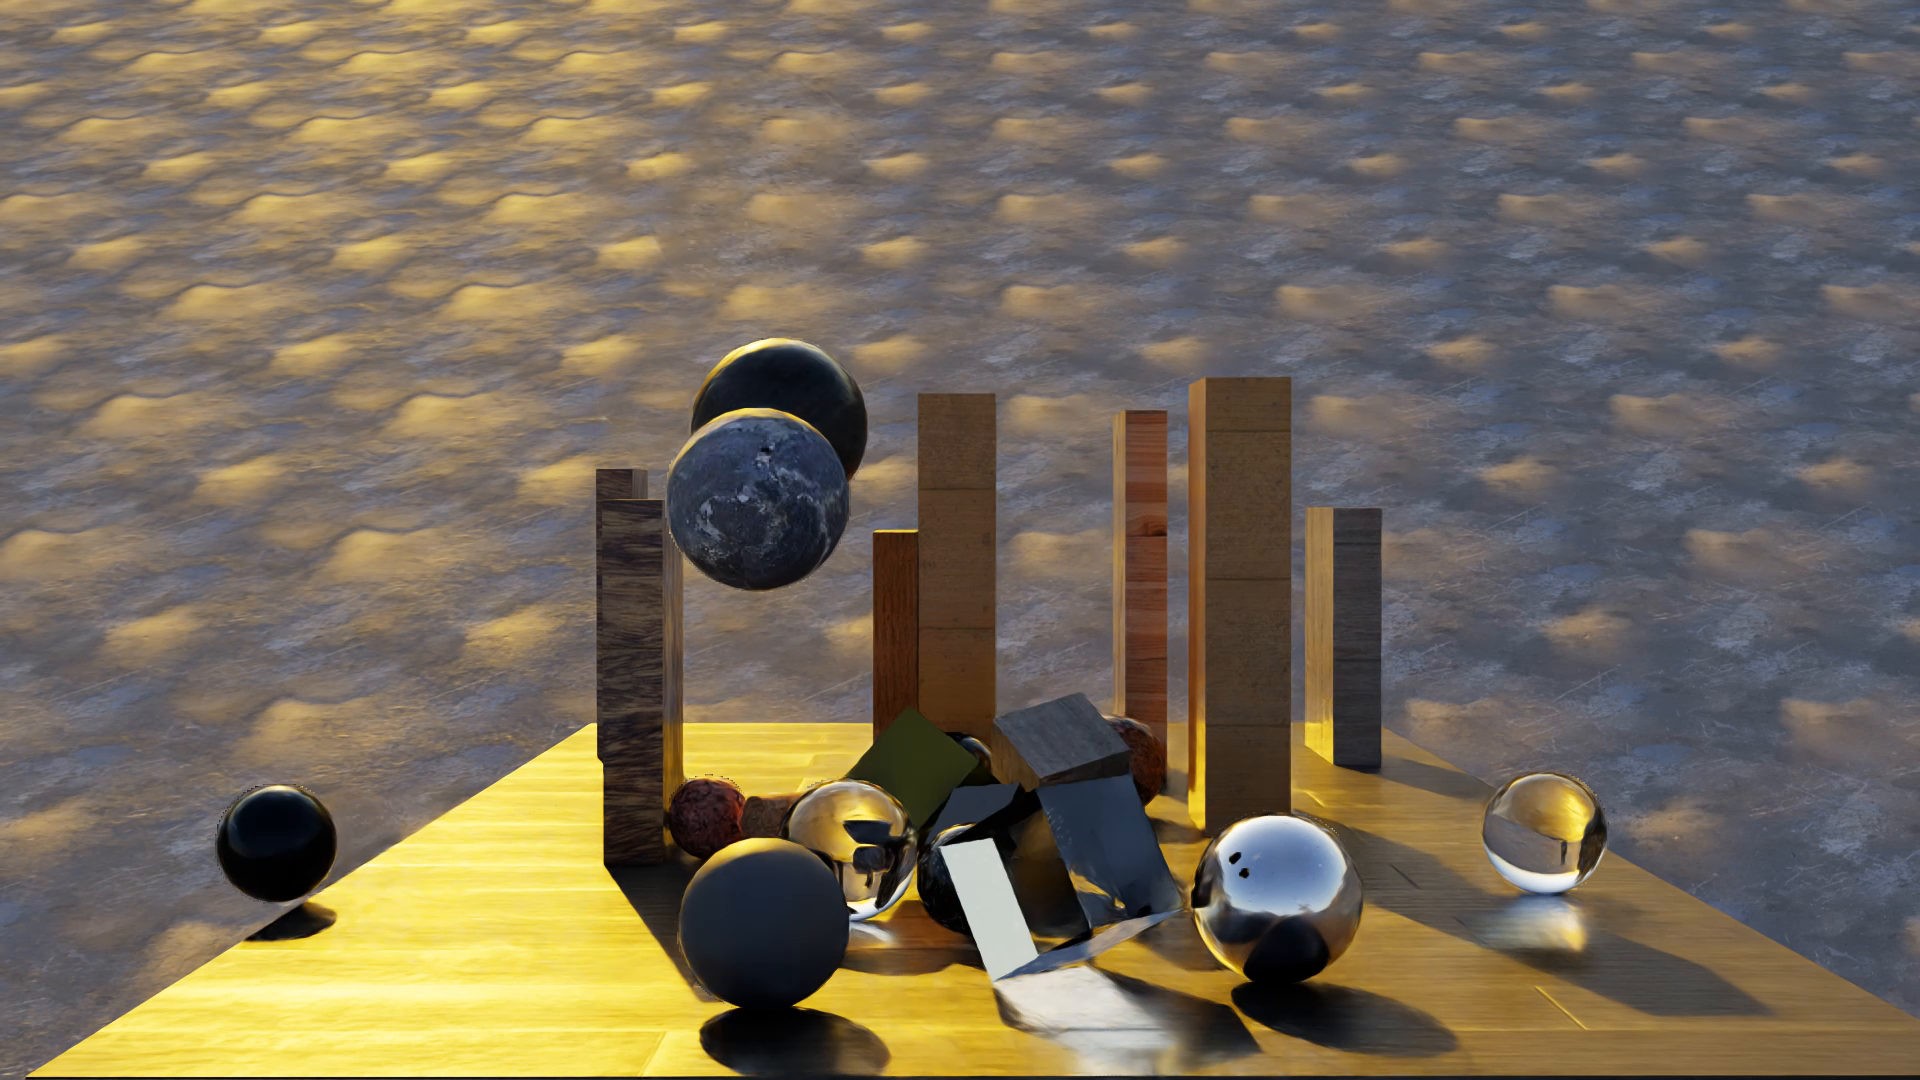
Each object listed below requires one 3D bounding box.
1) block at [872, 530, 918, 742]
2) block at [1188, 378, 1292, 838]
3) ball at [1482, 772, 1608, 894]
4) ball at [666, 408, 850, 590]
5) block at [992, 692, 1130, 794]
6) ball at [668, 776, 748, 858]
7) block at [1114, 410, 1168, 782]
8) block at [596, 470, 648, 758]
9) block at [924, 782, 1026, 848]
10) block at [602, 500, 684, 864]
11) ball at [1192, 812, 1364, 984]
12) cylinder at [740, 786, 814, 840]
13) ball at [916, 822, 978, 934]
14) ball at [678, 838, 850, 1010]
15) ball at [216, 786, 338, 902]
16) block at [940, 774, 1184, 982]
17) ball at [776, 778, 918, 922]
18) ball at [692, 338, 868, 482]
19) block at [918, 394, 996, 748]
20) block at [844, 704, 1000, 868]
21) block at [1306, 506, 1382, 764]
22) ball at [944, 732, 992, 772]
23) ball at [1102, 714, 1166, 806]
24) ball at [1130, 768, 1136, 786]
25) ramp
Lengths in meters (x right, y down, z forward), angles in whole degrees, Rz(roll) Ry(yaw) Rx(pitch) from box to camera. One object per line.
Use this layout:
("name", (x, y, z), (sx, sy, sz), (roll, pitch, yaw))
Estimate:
("block", (-0.142, 0.230, 5.818), (0.096, 0.500, 0.357), (0, 1, 0))
("block", (0.489, 0.112, 4.539), (0.145, 0.781, 0.319), (0, 1, 0))
("ball", (0.852, 0.427, 3.765), (0.178, 0.178, 0.178), (0, 27, 0))
("ball", (-0.210, -0.043, 2.689), (0.191, 0.191, 0.191), (0, 27, 0))
("block", (0.152, 0.356, 3.936), (0.154, 0.154, 0.154), (-16, 38, -22))
("ball", (-0.402, 0.445, 4.137), (0.130, 0.130, 0.130), (0, 27, 0))
("block", (0.377, 0.110, 5.433), (0.084, 0.754, 0.415), (0, 1, 0))
("block", (-0.766, 0.160, 5.864), (0.081, 0.640, 0.284), (0, 1, 0))
("block", (0.041, 0.419, 3.577), (0.112, 0.112, 0.112), (-8, 35, 36))
("block", (-0.515, 0.222, 4.212), (0.095, 0.575, 0.303), (0, 1, 0))
("ball", (0.378, 0.427, 3.079), (0.204, 0.204, 0.204), (0, 27, 0))
("cylinder", (-0.271, 0.451, 4.047), (0.108, 0.108, 0.108), (-15, 30, -27))
("ball", (0.015, 0.449, 3.426), (0.147, 0.147, 0.147), (0, 27, 0))
("ball", (-0.222, 0.434, 2.924), (0.194, 0.194, 0.194), (0, 27, 0))
("ball", (-0.977, 0.435, 3.698), (0.168, 0.168, 0.168), (0, 27, 0))
("block", (0.123, 0.407, 3.116), (0.176, 0.176, 0.176), (-2, 64, -47))
("ball", (-0.155, 0.423, 3.520), (0.195, 0.195, 0.195), (0, 27, 0))
("ball", (-0.214, -0.134, 3.063), (0.209, 0.209, 0.209), (0, 27, 0))
("block", (-0.005, 0.117, 4.759), (0.139, 0.764, 0.276), (0, 1, 0))
("block", (-0.043, 0.377, 3.733), (0.165, 0.165, 0.165), (-48, 49, -8))
("block", (0.855, 0.204, 5.779), (0.104, 0.554, 0.443), (0, 1, 0))
("ball", (-0.009, 0.418, 4.469), (0.172, 0.172, 0.172), (0, 27, 0))
("ball", (0.279, 0.407, 4.672), (0.186, 0.186, 0.186), (0, 27, 0))
("ball", (0.178, 0.405, 4.161), (0.209, 0.209, 0.209), (0, 27, 0))
("ramp", (0.061, 0.552, 4.589), (2.000, 0.100, 4.000), (0, 1, 0))
